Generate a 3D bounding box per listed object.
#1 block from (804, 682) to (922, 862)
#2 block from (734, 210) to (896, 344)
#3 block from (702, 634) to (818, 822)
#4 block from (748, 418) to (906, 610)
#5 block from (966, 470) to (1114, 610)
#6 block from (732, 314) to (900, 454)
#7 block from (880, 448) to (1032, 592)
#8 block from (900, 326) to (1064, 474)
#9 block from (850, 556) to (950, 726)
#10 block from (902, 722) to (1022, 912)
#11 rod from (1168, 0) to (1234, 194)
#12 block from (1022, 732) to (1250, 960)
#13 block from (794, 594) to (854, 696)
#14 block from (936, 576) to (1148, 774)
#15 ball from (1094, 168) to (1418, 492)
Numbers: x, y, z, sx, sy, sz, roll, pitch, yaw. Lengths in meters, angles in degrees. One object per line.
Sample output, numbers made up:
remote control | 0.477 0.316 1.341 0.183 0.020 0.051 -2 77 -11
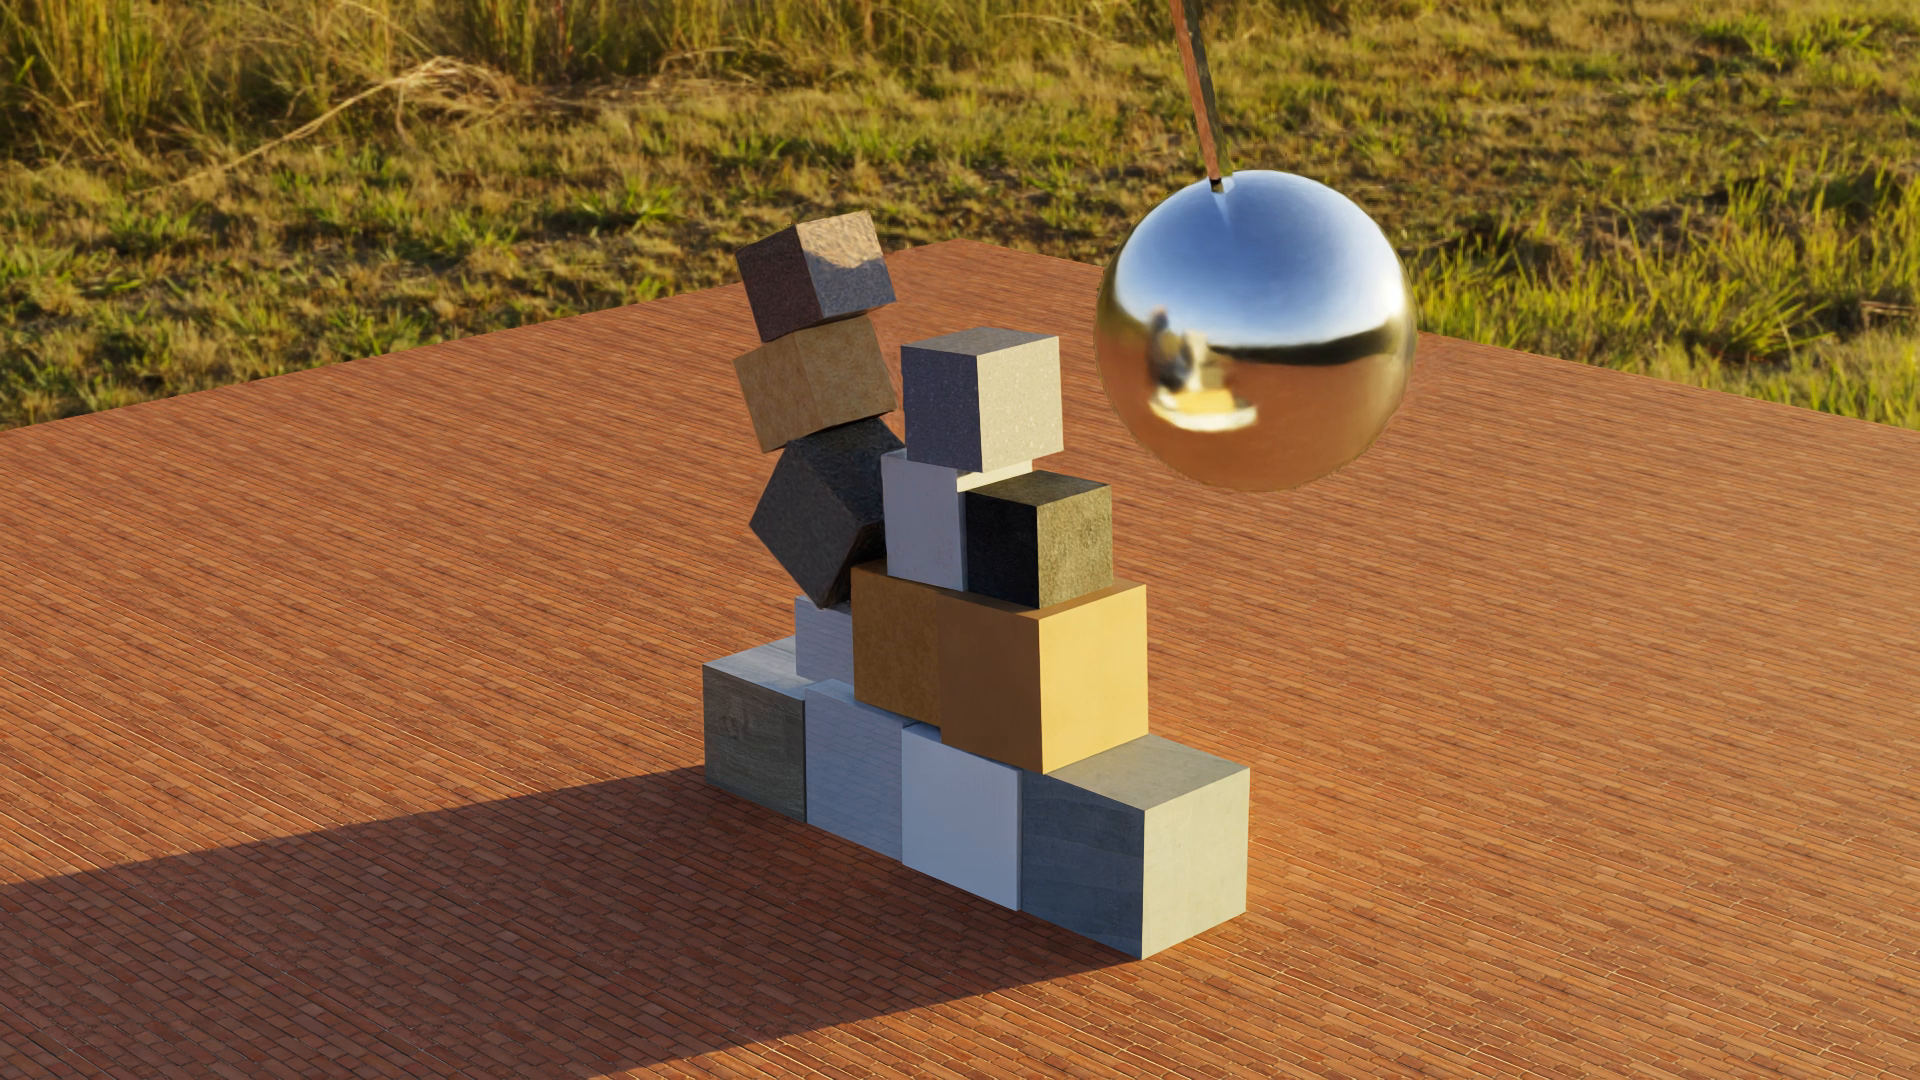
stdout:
block | -0.253 1.022 13.941 0.690 0.690 0.665 -17 24 -42
block | -0.672 -1.223 13.626 0.457 0.445 0.475 -17 0 -42
block | -0.762 0.908 14.416 0.683 0.623 0.726 -17 24 -42
block | -0.519 -0.129 13.851 0.588 0.558 0.581 -17 56 -43
block | 0.352 -0.008 12.976 0.476 0.463 0.436 -17 21 -42
block | -0.682 -0.737 13.860 0.478 0.467 0.489 -17 -1 -42
block | -0.005 -0.128 13.279 0.474 0.563 0.484 -17 20 -42
block | 0.099 -0.630 13.030 0.473 0.521 0.519 11 20 43
block | -0.071 0.431 13.566 0.576 0.646 0.633 -17 22 -42
block | 0.240 1.185 13.459 0.702 0.669 0.731 -17 24 -42
rod | 0.636 -3.830 12.804 0.080 5.200 0.080 17 44 42
block | 0.774 1.325 12.974 0.694 0.692 0.717 -17 24 -42
block | -0.465 0.453 13.951 0.468 0.390 0.432 -17 24 -42
block | 0.372 0.556 13.124 0.690 0.704 0.631 -17 21 -42
ball | 1.467 -1.036 14.554 1.600 1.600 1.600 0 17 0
